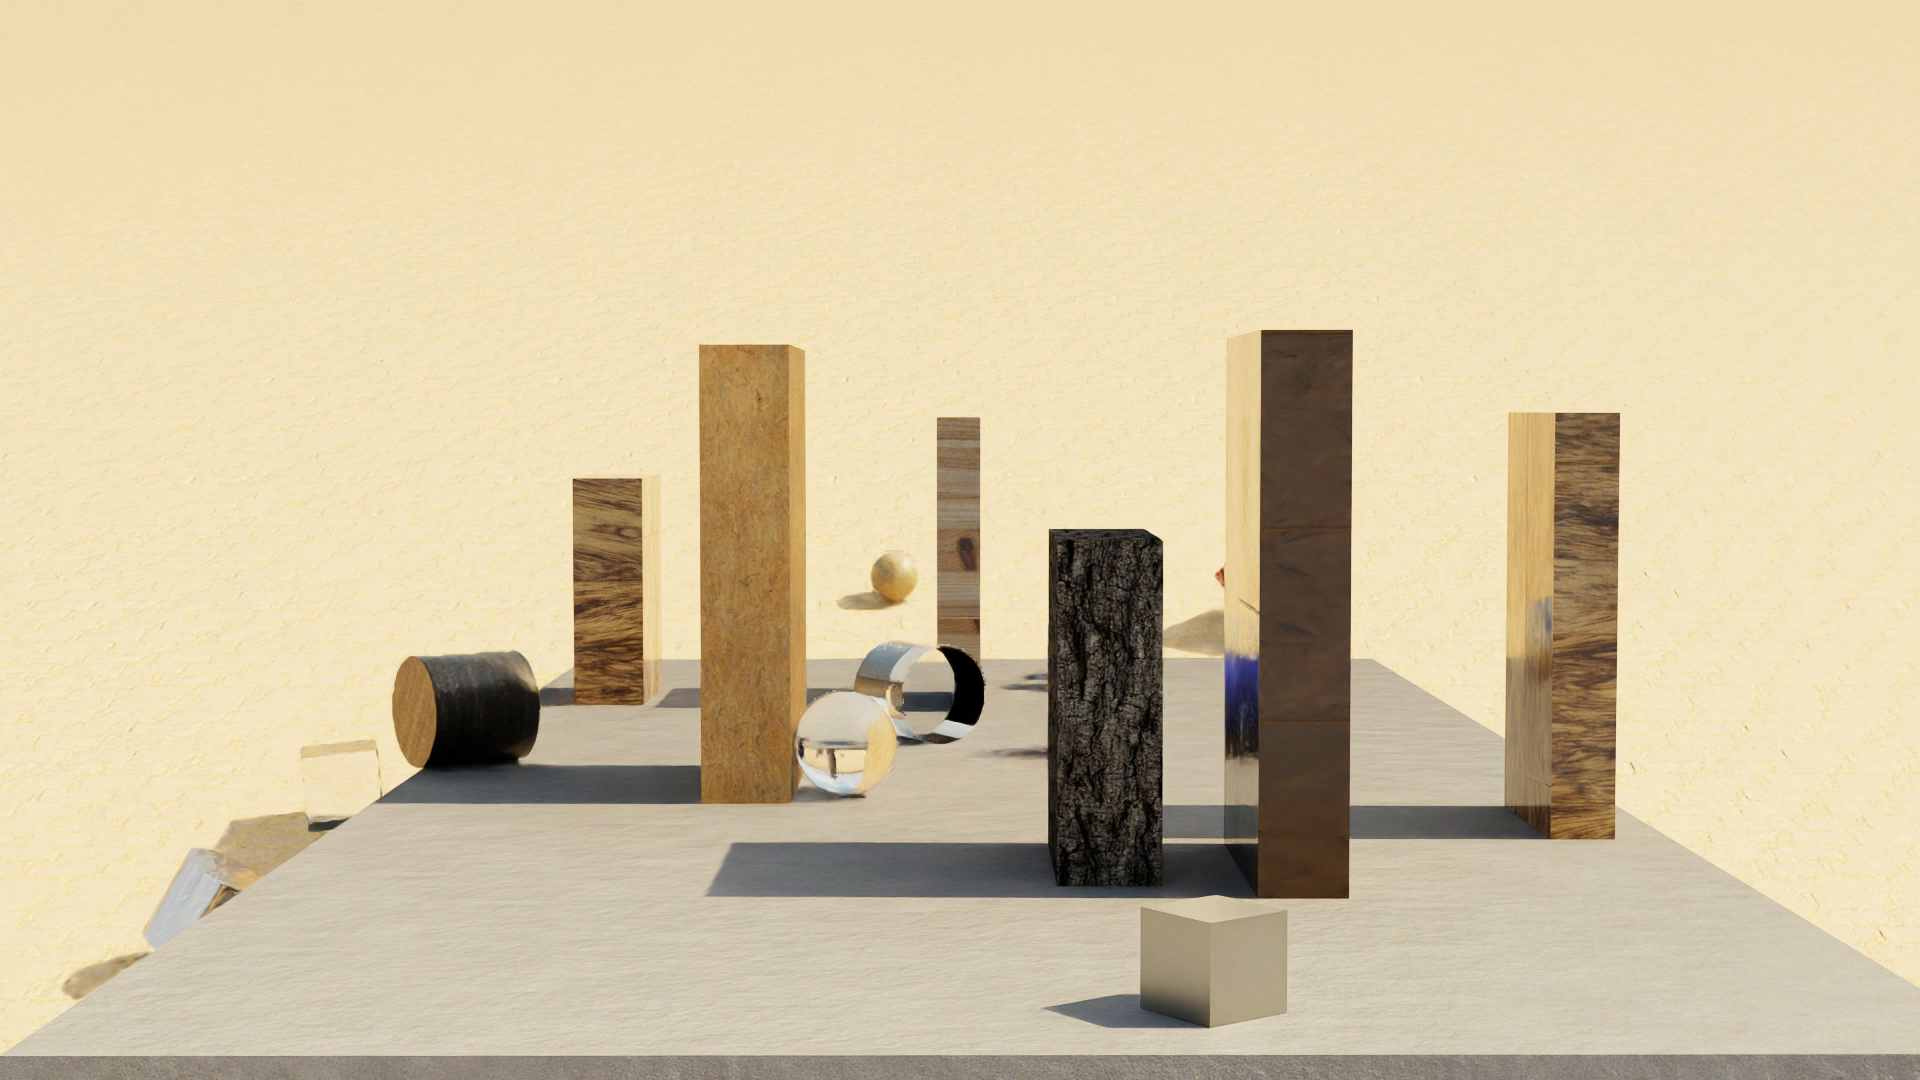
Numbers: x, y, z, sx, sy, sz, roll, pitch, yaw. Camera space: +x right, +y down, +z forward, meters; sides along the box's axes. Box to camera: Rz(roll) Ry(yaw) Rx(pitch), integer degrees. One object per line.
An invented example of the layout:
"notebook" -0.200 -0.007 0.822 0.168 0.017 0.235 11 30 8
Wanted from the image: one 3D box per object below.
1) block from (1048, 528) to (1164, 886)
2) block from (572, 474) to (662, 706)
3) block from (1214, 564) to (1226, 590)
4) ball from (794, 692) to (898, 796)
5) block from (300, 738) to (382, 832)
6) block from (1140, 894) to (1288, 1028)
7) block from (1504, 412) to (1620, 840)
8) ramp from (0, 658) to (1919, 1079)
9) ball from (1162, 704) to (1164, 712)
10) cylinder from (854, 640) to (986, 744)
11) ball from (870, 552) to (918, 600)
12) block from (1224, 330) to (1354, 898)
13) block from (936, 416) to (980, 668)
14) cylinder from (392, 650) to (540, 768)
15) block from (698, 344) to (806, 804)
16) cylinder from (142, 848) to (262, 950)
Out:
"block" 0.199 0.222 3.582 0.140 0.461 0.340 0 3 0
"block" -0.753 0.102 5.672 0.149 0.487 0.346 0 3 0
"block" 0.844 0.095 6.907 0.186 0.186 0.186 -7 53 -52
"ball" -0.188 0.335 4.234 0.170 0.170 0.170 0 22 0
"block" -1.407 0.558 5.856 0.168 0.168 0.168 -6 6 -14
"block" 0.268 0.443 2.714 0.109 0.109 0.109 -2 4 -37
"block" 0.918 0.120 3.936 0.095 0.629 0.319 0 3 0
"ramp" 0.050 0.454 4.532 2.000 0.100 4.000 0 3 0
"ball" 0.279 0.297 4.734 0.193 0.193 0.193 0 22 0
"cylinder" -0.078 0.291 4.951 0.184 0.184 0.184 -13 9 -30
"ball" -0.181 0.099 7.113 0.134 0.134 0.134 0 22 0
"block" 0.445 0.087 3.528 0.118 0.737 0.422 0 3 0
"block" -0.003 0.039 5.626 0.092 0.617 0.382 0 3 0
"cylinder" -0.887 0.302 4.614 0.197 0.197 0.197 -2 19 -35
"block" -0.345 0.045 4.340 0.144 0.738 0.448 0 3 0
"cylinder" -1.544 0.761 5.272 0.188 0.188 0.188 30 2 -1
